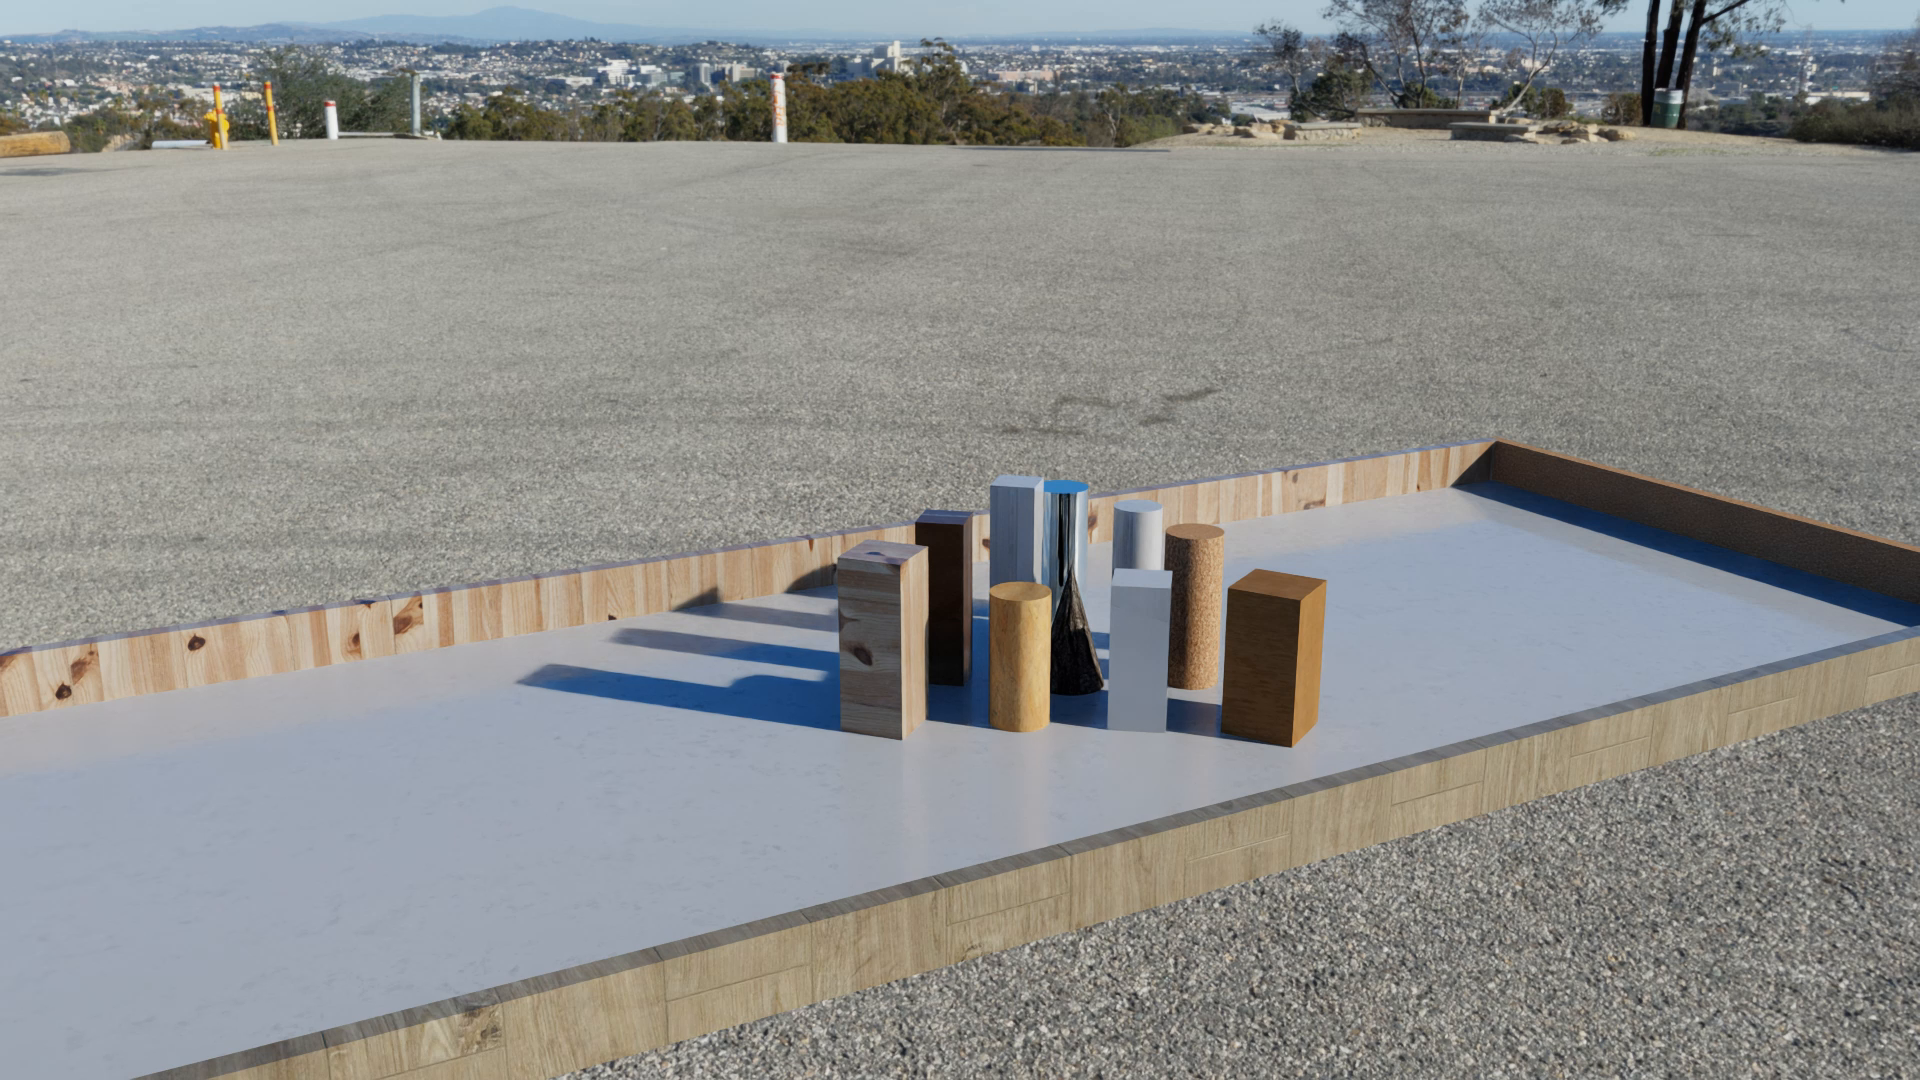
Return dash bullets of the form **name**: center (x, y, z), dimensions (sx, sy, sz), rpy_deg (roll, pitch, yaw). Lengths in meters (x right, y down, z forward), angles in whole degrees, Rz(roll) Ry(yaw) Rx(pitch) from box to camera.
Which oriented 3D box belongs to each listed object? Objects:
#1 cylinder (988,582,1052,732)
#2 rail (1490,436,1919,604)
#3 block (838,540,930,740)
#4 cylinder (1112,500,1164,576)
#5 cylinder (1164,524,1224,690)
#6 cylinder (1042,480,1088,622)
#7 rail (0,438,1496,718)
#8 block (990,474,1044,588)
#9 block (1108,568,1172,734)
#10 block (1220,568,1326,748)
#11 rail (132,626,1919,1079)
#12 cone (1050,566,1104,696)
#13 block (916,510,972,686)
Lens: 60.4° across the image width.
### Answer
- **cylinder**: center (0.140, 0.273, 3.856), dimensions (0.144, 0.322, 0.144), rpy_deg (0, 16, 0)
- **rail**: center (2.466, -0.048, 5.253), dimensions (0.050, 0.150, 2.100), rpy_deg (-9, 18, -27)
- **block**: center (-0.175, 0.229, 3.825), dimensions (0.156, 0.423, 0.156), rpy_deg (7, 18, 21)
- **cylinder**: center (0.464, 0.095, 4.350), dimensions (0.129, 0.384, 0.129), rpy_deg (0, 16, 0)
- **cylinder**: center (0.577, 0.165, 4.104), dimensions (0.144, 0.389, 0.144), rpy_deg (0, 16, 0)
- **cylinder**: center (0.280, 0.034, 4.570), dimensions (0.146, 0.376, 0.146), rpy_deg (0, 16, 0)
- **rail**: center (-3.305, 0.497, 3.399), dimensions (12.000, 0.150, 0.050), rpy_deg (-9, 18, -27)
- **block**: center (0.148, 0.065, 4.331), dimensions (0.117, 0.453, 0.117), rpy_deg (4, 17, 14)
- **block**: center (0.420, 0.258, 3.851), dimensions (0.135, 0.354, 0.135), rpy_deg (3, 17, 9)
- **block**: center (0.725, 0.270, 3.811), dimensions (0.173, 0.353, 0.173), rpy_deg (10, 19, 30)
- **rail**: center (-2.336, 1.006, 1.665), dimensions (12.000, 0.150, 0.050), rpy_deg (-9, 18, -27)
- **cone**: center (0.274, 0.208, 4.093), dimensions (0.175, 0.313, 0.175), rpy_deg (0, 16, 0)
- **block**: center (-0.039, 0.144, 4.120), dimensions (0.120, 0.419, 0.120), rpy_deg (3, 17, 11)
